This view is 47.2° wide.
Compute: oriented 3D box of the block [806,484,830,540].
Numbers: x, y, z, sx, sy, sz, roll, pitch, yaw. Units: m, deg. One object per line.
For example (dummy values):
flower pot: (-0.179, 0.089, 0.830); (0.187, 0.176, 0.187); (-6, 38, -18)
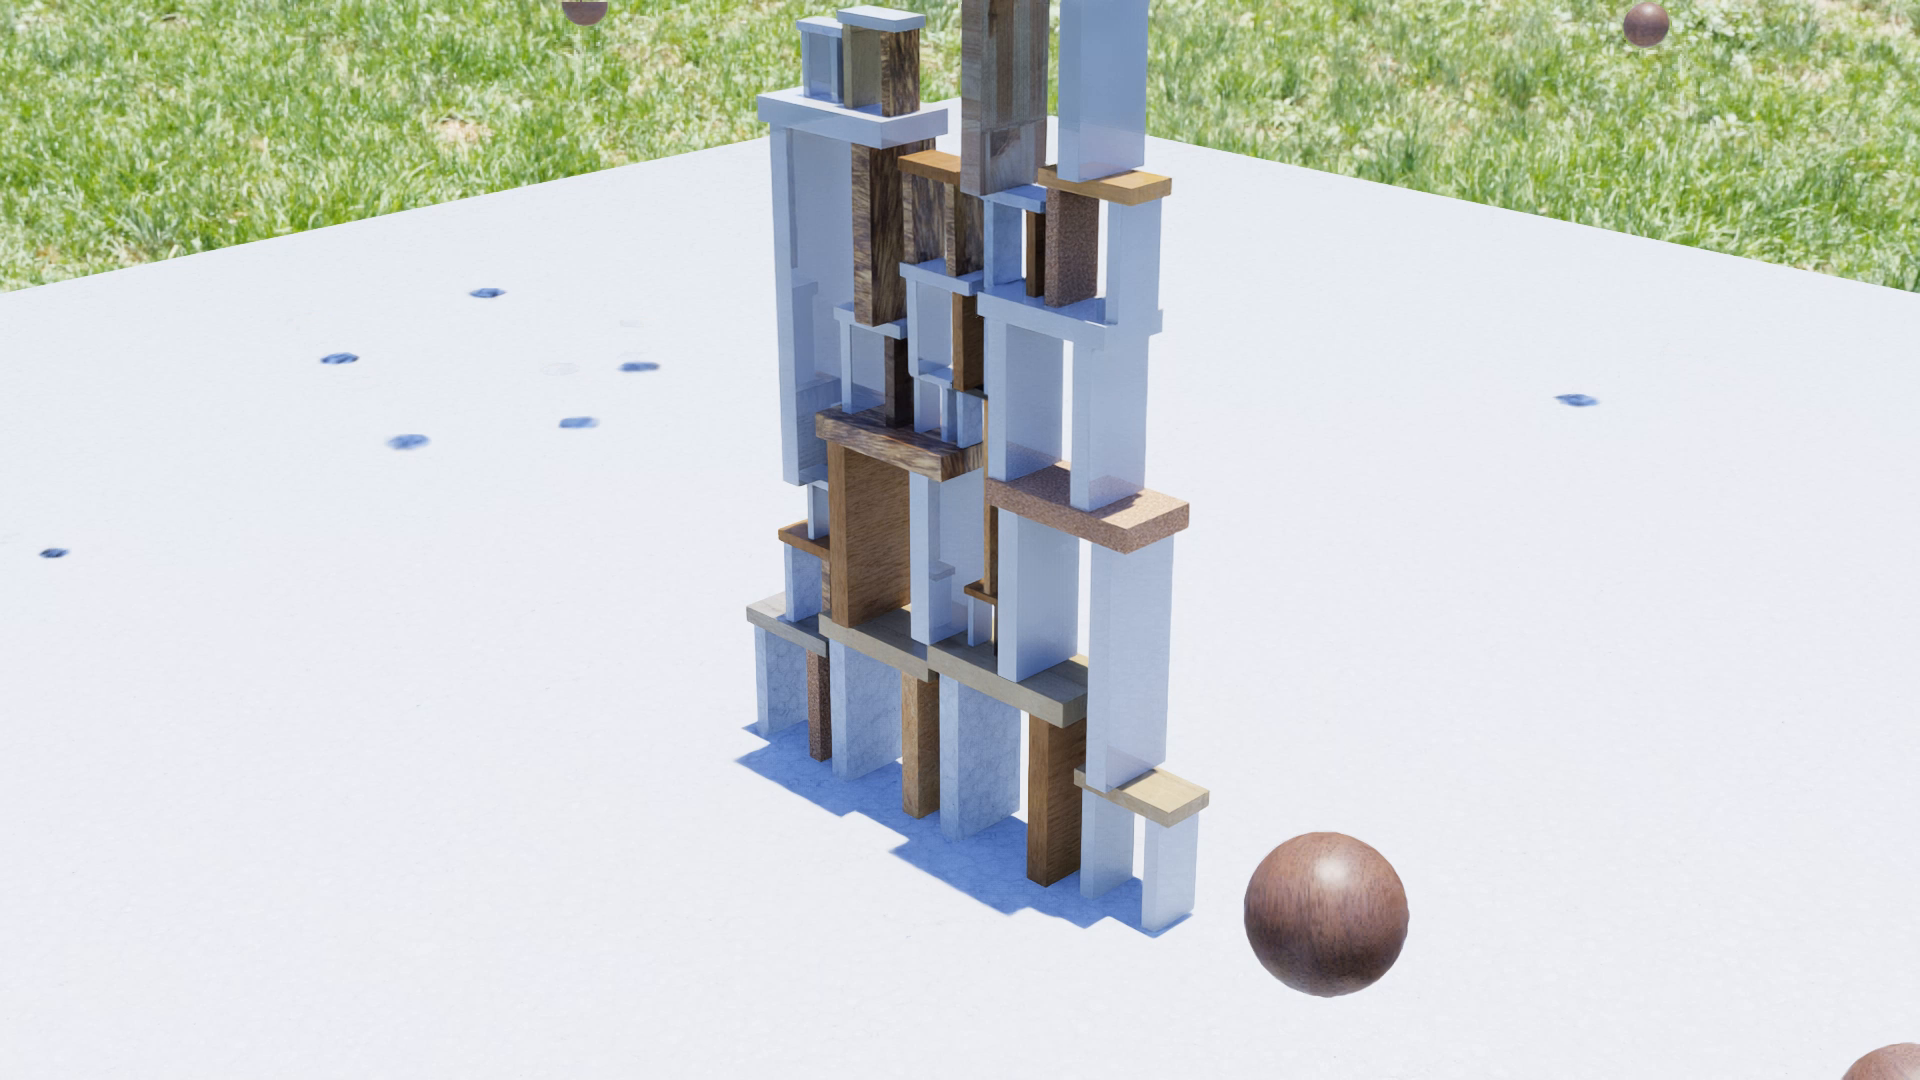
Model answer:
block: (-0.284, -0.067, 4.507); (0.017, 0.122, 0.061); (21, 31, 41)

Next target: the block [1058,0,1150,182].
block: (0.237, -0.773, 3.634); (0.047, 0.334, 0.167); (21, 31, 41)

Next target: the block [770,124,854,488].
block: (-0.281, -0.470, 4.328); (0.048, 0.724, 0.171); (21, 31, 41)

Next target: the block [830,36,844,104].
block: (-0.211, -0.877, 4.081); (0.017, 0.121, 0.061); (20, 31, 40)

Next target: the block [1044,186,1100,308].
block: (0.194, -0.514, 3.793); (0.104, 0.208, 0.029); (-22, 31, -40)

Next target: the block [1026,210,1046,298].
block: (0.150, -0.508, 3.850); (0.076, 0.152, 0.022); (-21, 30, -40)

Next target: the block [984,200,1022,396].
block: (0.078, -0.440, 3.958); (0.076, 0.361, 0.022); (-21, 31, -41)

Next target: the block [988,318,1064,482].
block: (0.120, -0.269, 3.979); (0.151, 0.301, 0.043); (-21, 31, -40)

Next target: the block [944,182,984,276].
block: (0.014, -0.565, 3.956); (0.084, 0.168, 0.024); (-21, 30, -38)

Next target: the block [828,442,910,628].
block: (-0.180, -0.032, 4.404); (0.049, 0.390, 0.174); (21, 31, 41)

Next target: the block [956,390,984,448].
block: (0.019, -0.231, 4.109); (0.055, 0.110, 0.016); (-21, 30, -40)

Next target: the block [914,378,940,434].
block: (-0.062, -0.263, 4.182); (0.055, 0.110, 0.016); (-21, 31, -40)

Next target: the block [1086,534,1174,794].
block: (0.307, 0.209, 3.979); (0.170, 0.483, 0.048); (-21, 31, -40)

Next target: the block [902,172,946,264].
block: (-0.063, -0.597, 4.032); (0.084, 0.168, 0.024); (-21, 30, -38)

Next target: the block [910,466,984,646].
block: (-0.016, 0.013, 4.246); (0.174, 0.348, 0.049); (-21, 31, -40)

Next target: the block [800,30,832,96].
block: (-0.268, -0.900, 4.134); (0.017, 0.121, 0.061); (20, 30, 41)

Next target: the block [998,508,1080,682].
block: (0.147, 0.080, 4.098); (0.170, 0.339, 0.048); (-21, 31, -41)

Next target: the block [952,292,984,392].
block: (0.028, -0.373, 4.024); (0.026, 0.185, 0.093); (22, 32, 40)

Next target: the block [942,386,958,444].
block: (-0.010, -0.242, 4.134); (0.055, 0.110, 0.016); (-22, 32, -40)

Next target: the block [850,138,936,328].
block: (-0.121, -0.584, 4.106); (0.048, 0.341, 0.171); (21, 31, 40)

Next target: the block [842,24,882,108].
block: (-0.179, -0.876, 4.038); (0.022, 0.152, 0.076); (21, 31, 40)

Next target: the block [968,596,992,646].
block: (0.039, 0.148, 4.238); (0.053, 0.105, 0.015); (-21, 31, -41)

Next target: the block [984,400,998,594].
block: (0.069, -0.084, 4.116); (0.055, 0.387, 0.016); (-21, 30, -40)

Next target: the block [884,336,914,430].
block: (-0.101, -0.311, 4.202); (0.026, 0.184, 0.092); (22, 31, 40)

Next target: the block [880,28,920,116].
block: (-0.107, -0.848, 3.972); (0.022, 0.152, 0.076); (21, 31, 40)

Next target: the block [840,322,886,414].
block: (-0.188, -0.345, 4.281); (0.026, 0.184, 0.092); (21, 31, 40)

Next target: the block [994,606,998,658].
block: (0.088, 0.167, 4.192); (0.015, 0.105, 0.053); (21, 31, 40)

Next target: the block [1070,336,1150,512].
block: (0.262, -0.214, 3.847); (0.151, 0.301, 0.043); (-22, 31, -40)

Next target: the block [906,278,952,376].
block: (-0.055, -0.408, 4.106); (0.093, 0.185, 0.026); (-22, 31, -39)

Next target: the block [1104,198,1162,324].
block: (0.292, -0.476, 3.703); (0.104, 0.208, 0.029); (-22, 31, -40)

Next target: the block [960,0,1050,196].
block: (0.078, -0.806, 3.793); (0.167, 0.398, 0.047); (-21, 31, -40)
